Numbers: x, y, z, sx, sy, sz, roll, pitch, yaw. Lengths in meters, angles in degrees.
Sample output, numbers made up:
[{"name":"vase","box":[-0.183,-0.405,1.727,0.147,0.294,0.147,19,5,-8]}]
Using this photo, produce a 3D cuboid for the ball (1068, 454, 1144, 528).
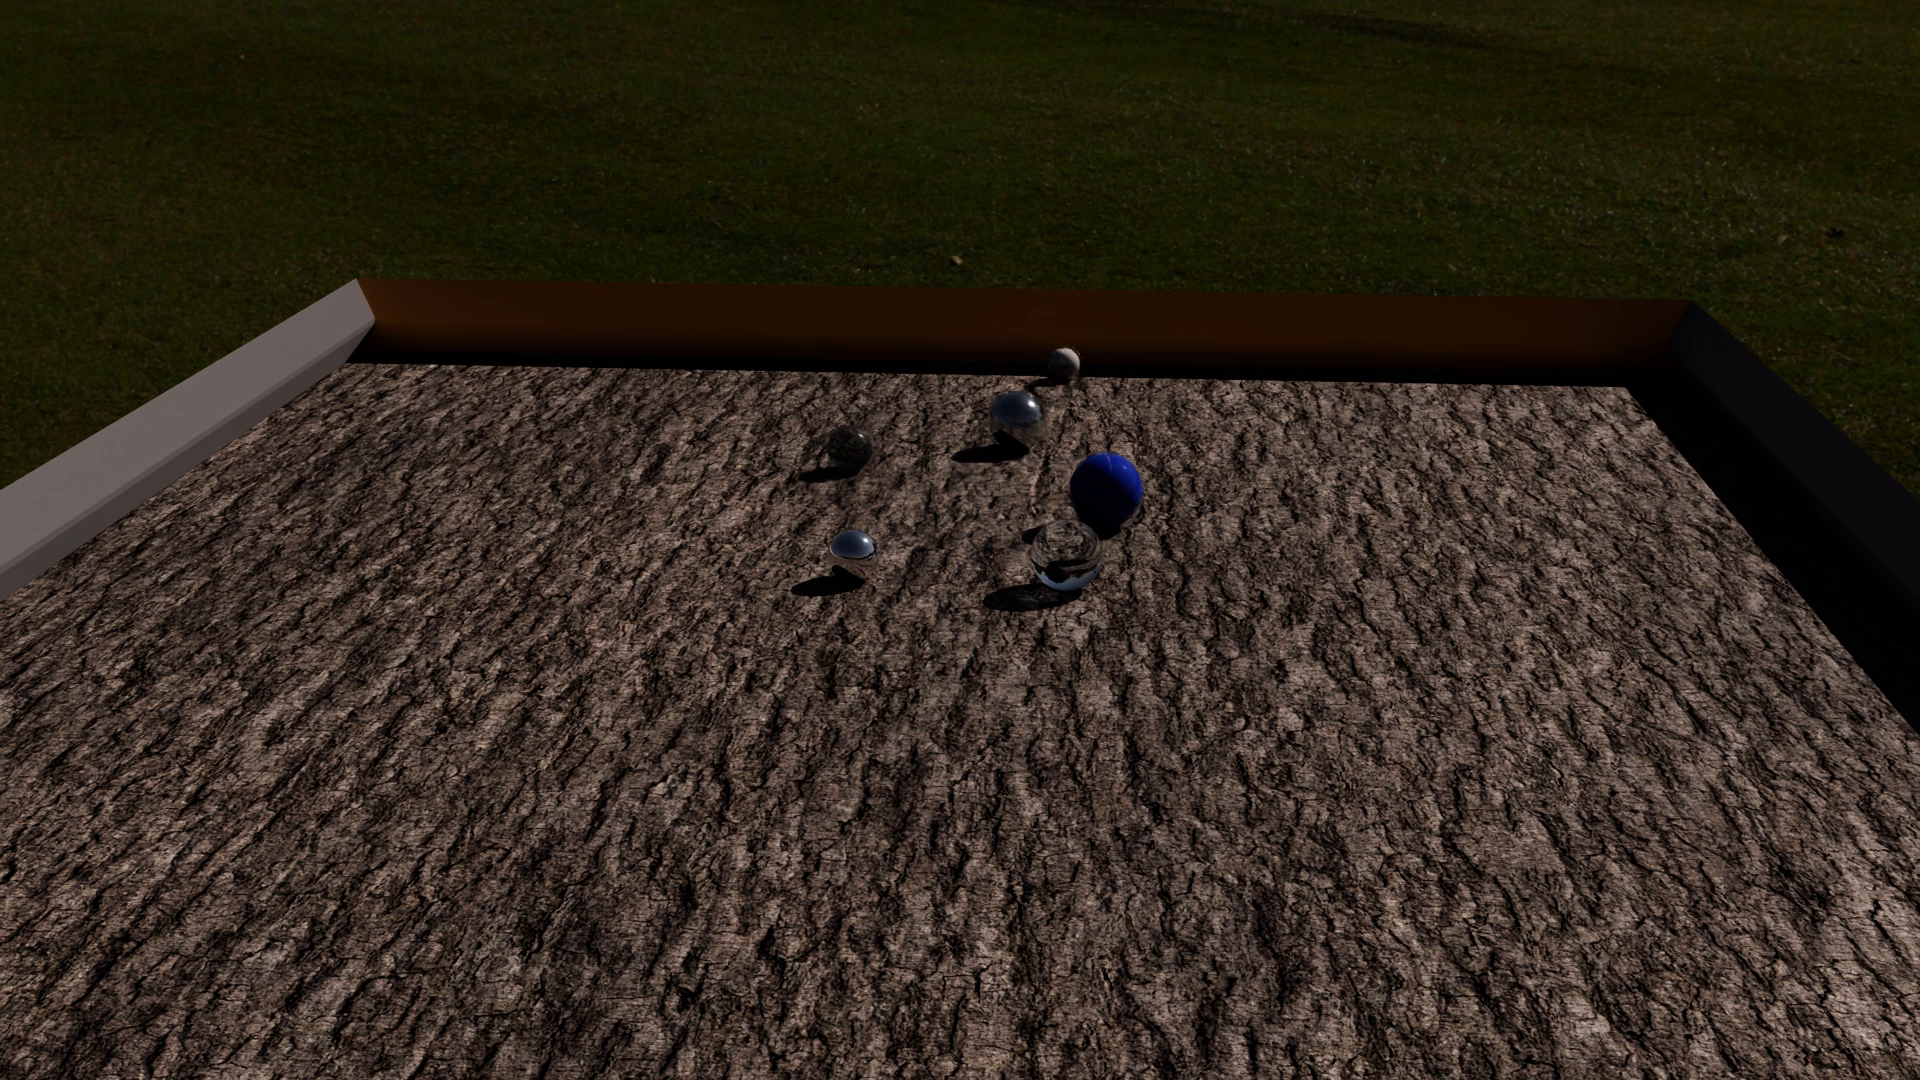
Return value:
[{"name":"ball","box":[0.193,-0.065,2.902,0.098,0.098,0.098,0,18,0]}]

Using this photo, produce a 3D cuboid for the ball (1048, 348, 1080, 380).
[{"name":"ball","box":[0.173,-0.293,3.660,0.054,0.054,0.054,0,18,0]}]

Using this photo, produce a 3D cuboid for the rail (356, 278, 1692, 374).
[{"name":"rail","box":[0.082,-0.360,3.740,2.279,0.127,0.045,1,18,4]}]

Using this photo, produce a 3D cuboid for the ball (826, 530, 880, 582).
[{"name":"ball","box":[-0.132,0.019,2.700,0.065,0.065,0.065,0,18,0]}]

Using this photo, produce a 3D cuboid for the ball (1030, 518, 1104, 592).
[{"name":"ball","box":[0.129,0.018,2.666,0.088,0.088,0.088,0,18,0]}]

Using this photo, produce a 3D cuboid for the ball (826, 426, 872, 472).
[{"name":"ball","box":[-0.158,-0.131,3.153,0.065,0.065,0.065,0,18,0]}]

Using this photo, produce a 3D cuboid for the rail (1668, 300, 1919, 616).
[{"name":"rail","box":[1.029,0.342,1.625,0.045,0.127,4.344,1,18,4]}]

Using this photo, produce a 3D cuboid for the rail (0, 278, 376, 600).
[{"name":"rail","box":[-1.197,0.287,1.789,0.045,0.127,4.344,1,18,4]}]

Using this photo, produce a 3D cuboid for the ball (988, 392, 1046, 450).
[{"name":"ball","box":[0.085,-0.176,3.255,0.085,0.085,0.085,0,18,0]}]
